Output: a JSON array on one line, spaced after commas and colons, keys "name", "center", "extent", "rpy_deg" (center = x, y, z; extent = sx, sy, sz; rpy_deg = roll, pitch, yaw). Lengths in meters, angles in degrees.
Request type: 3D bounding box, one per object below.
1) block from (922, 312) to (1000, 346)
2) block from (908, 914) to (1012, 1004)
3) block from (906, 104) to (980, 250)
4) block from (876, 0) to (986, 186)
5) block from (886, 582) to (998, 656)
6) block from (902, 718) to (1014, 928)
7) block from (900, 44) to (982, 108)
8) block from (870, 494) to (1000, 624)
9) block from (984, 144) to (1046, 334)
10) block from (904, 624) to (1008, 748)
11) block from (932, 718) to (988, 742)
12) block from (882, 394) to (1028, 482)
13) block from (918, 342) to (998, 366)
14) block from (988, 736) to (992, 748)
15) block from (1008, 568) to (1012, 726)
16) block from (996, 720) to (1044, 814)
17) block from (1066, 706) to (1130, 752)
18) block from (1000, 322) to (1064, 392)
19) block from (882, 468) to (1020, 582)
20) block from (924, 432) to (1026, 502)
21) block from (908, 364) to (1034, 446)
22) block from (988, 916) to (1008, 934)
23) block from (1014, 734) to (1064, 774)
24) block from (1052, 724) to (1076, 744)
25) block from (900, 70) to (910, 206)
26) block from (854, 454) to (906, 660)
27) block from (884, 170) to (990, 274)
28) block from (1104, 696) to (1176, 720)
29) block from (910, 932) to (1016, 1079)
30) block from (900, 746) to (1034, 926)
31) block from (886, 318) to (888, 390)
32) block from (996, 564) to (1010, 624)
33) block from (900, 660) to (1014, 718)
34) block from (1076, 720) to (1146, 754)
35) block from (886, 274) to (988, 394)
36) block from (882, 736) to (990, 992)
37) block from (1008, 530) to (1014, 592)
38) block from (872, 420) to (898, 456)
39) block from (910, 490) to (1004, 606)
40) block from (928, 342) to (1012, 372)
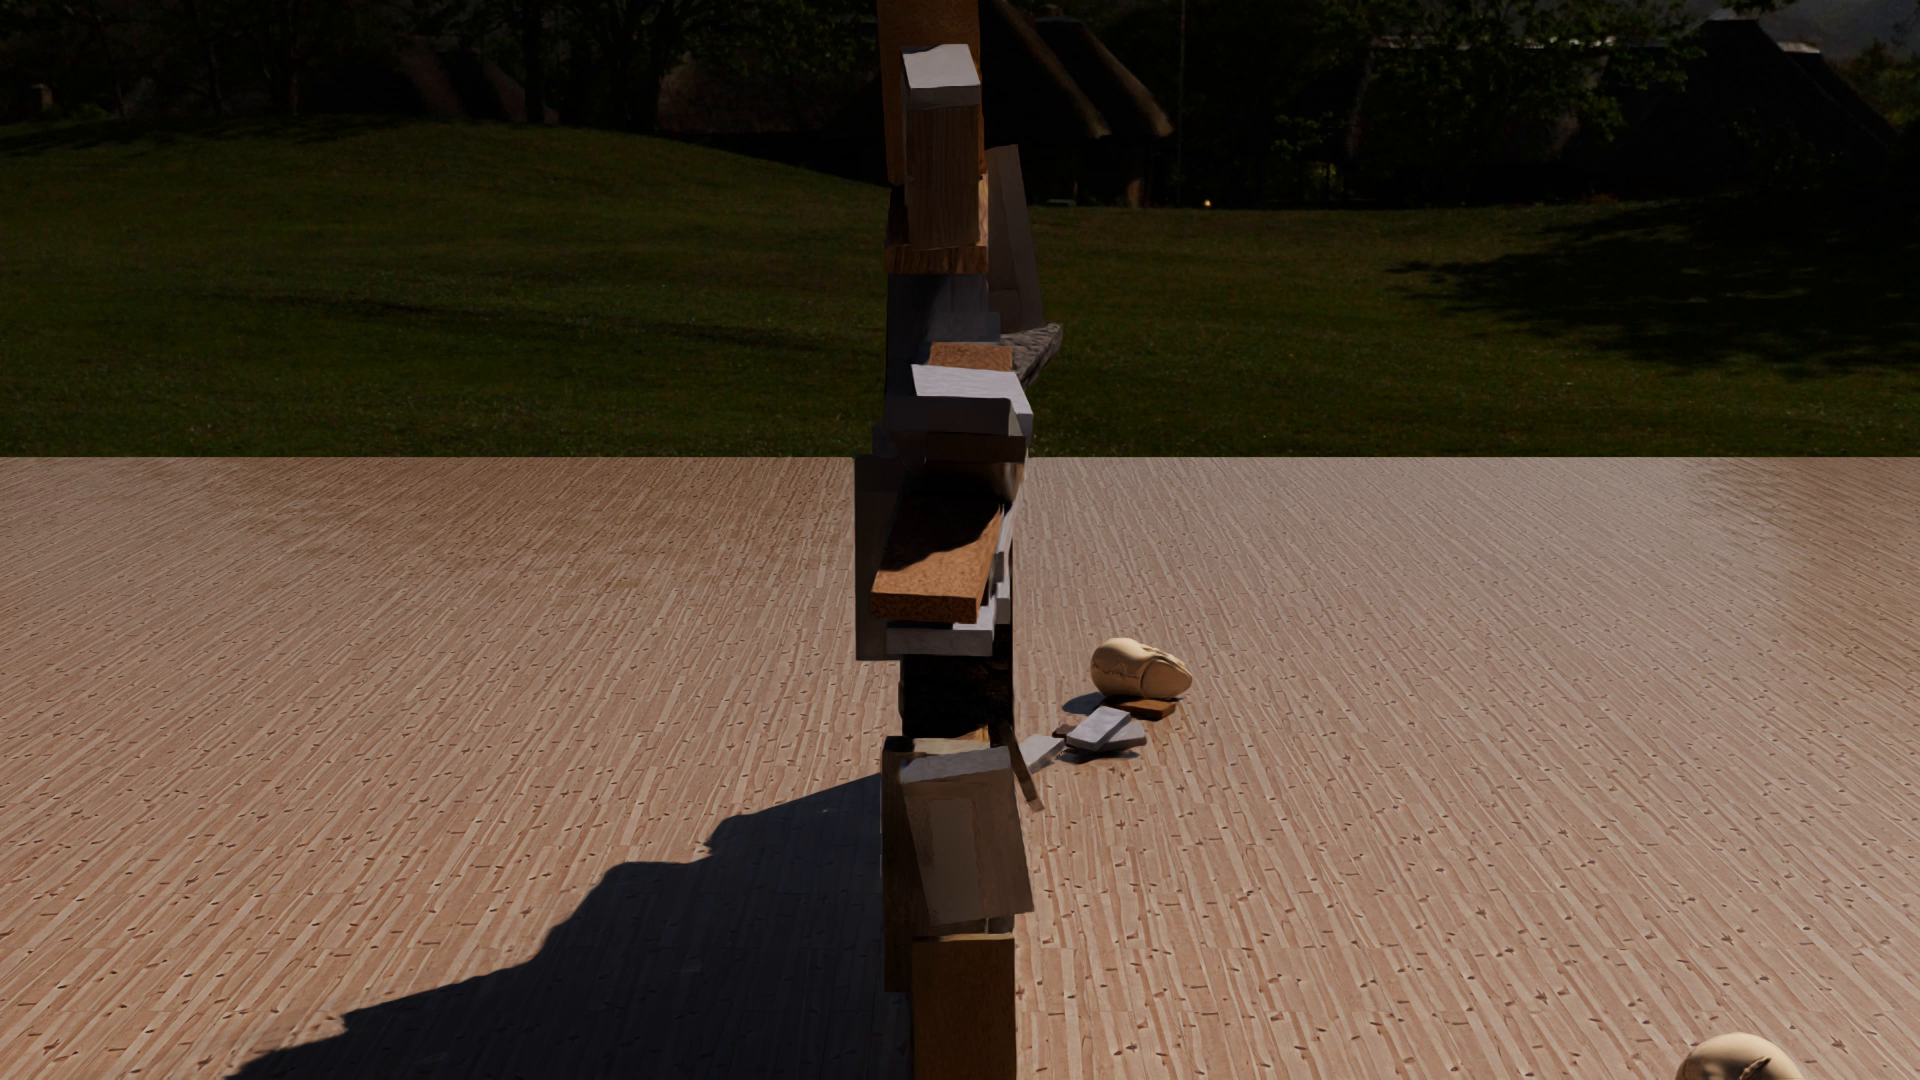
[{"name": "block", "center": [0.003, -0.259, 3.513], "extent": [0.125, 0.035, 0.250], "rpy_deg": [0, 53, -1]}, {"name": "block", "center": [0.000, 0.524, 3.199], "extent": [0.150, 0.301, 0.043], "rpy_deg": [0, 11, 0]}, {"name": "block", "center": [-0.027, -0.574, 3.468], "extent": [0.110, 0.220, 0.031], "rpy_deg": [-11, 23, -24]}, {"name": "block", "center": [-0.047, -0.771, 3.704], "extent": [0.162, 0.324, 0.046], "rpy_deg": [-10, 23, -15]}, {"name": "block", "center": [-0.018, 0.067, 2.860], "extent": [0.132, 0.037, 0.265], "rpy_deg": [1, 27, 3]}, {"name": "block", "center": [-0.003, 0.439, 3.505], "extent": [0.178, 0.355, 0.050], "rpy_deg": [0, 10, 0]}, {"name": "block", "center": [-0.032, -0.742, 3.509], "extent": [0.110, 0.031, 0.220], "rpy_deg": [-4, 30, -4]}, {"name": "block", "center": [-0.026, 0.020, 2.653], "extent": [0.123, 0.035, 0.246], "rpy_deg": [3, 29, 7]}, {"name": "block", "center": [0.068, -0.532, 3.935], "extent": [0.046, 0.324, 0.162], "rpy_deg": [-12, 6, -28]}, {"name": "block", "center": [-0.005, 0.242, 3.010], "extent": [0.141, 0.330, 0.040], "rpy_deg": [0, 22, 0]}, {"name": "block", "center": [0.000, 0.265, 2.917], "extent": [0.074, 0.021, 0.149], "rpy_deg": [0, 11, 0]}, {"name": "block", "center": [-0.002, -0.130, 2.871], "extent": [0.157, 0.044, 0.314], "rpy_deg": [3, -9, 6]}, {"name": "block", "center": [-0.001, -0.220, 3.407], "extent": [0.125, 0.035, 0.250], "rpy_deg": [0, 41, 0]}, {"name": "block", "center": [0.004, 0.339, 2.989], "extent": [0.074, 0.148, 0.021], "rpy_deg": [-1, 21, -3]}, {"name": "block", "center": [0.005, 0.182, 3.209], "extent": [0.141, 0.282, 0.040], "rpy_deg": [0, 15, 1]}, {"name": "block", "center": [0.079, 0.299, 2.897], "extent": [0.016, 0.115, 0.058], "rpy_deg": [-23, -23, 1]}, {"name": "block", "center": [0.285, 0.386, 4.515], "extent": [0.069, 0.020, 0.139], "rpy_deg": [12, 30, 33]}, {"name": "block", "center": [0.065, -0.332, 3.989], "extent": [0.162, 0.046, 0.449], "rpy_deg": [10, 20, 10]}, {"name": "block", "center": [-0.007, -0.032, 2.964], "extent": [0.157, 0.044, 0.314], "rpy_deg": [2, 24, 5]}, {"name": "block", "center": [0.016, -0.091, 2.829], "extent": [0.123, 0.035, 0.246], "rpy_deg": [2, -10, -1]}, {"name": "block", "center": [0.011, -0.195, 3.143], "extent": [0.157, 0.044, 0.331], "rpy_deg": [4, 14, -4]}, {"name": "block", "center": [0.000, 0.593, 2.942], "extent": [0.129, 0.258, 0.037], "rpy_deg": [0, 9, 0]}, {"name": "block", "center": [0.143, 0.430, 4.410], "extent": [0.071, 0.020, 0.141], "rpy_deg": [7, 22, 32]}, {"name": "block", "center": [0.268, 0.410, 4.584], "extent": [0.139, 0.020, 0.069], "rpy_deg": [5, 11, 22]}, {"name": "block", "center": [-0.040, -0.663, 3.625], "extent": [0.110, 0.220, 0.031], "rpy_deg": [-2, 23, -1]}, {"name": "block", "center": [-0.086, 0.029, 3.559], "extent": [0.166, 0.331, 0.047], "rpy_deg": [0, 10, 0]}, {"name": "block", "center": [-0.035, -0.533, 3.670], "extent": [0.164, 0.047, 0.329], "rpy_deg": [0, 31, 1]}, {"name": "block", "center": [0.393, 0.367, 4.817], "extent": [0.141, 0.020, 0.071], "rpy_deg": [6, 12, 29]}, {"name": "block", "center": [0.004, 0.589, 2.595], "extent": [0.121, 0.241, 0.034], "rpy_deg": [-1, 1, -7]}, {"name": "block", "center": [0.011, 0.368, 2.714], "extent": [0.132, 0.265, 0.037], "rpy_deg": [-8, 40, 2]}, {"name": "block", "center": [-0.040, -0.390, 3.751], "extent": [0.164, 0.328, 0.047], "rpy_deg": [1, -9, 3]}, {"name": "block", "center": [-0.004, 0.030, 3.016], "extent": [0.141, 0.040, 0.282], "rpy_deg": [0, 27, 0]}, {"name": "block", "center": [-0.009, 0.219, 3.582], "extent": [0.178, 0.050, 0.355], "rpy_deg": [0, 10, -1]}, {"name": "block", "center": [0.307, 0.406, 4.514], "extent": [0.139, 0.020, 0.069], "rpy_deg": [-8, 25, -4]}, {"name": "block", "center": [-0.036, -0.333, 3.620], "extent": [0.164, 0.047, 0.329], "rpy_deg": [0, 55, -1]}, {"name": "block", "center": [-0.031, 0.423, 2.826], "extent": [0.132, 0.363, 0.037], "rpy_deg": [3, 25, 5]}, {"name": "block", "center": [0.001, 0.117, 3.303], "extent": [0.157, 0.376, 0.044], "rpy_deg": [0, 13, 0]}, {"name": "block", "center": [-0.036, -0.187, 3.675], "extent": [0.166, 0.047, 0.331], "rpy_deg": [1, 11, 8]}, {"name": "block", "center": [-0.015, 0.007, 2.769], "extent": [0.123, 0.035, 0.246], "rpy_deg": [4, 26, 4]}, {"name": "block", "center": [0.007, -0.210, 3.341], "extent": [0.125, 0.035, 0.250], "rpy_deg": [4, 41, 4]}]
